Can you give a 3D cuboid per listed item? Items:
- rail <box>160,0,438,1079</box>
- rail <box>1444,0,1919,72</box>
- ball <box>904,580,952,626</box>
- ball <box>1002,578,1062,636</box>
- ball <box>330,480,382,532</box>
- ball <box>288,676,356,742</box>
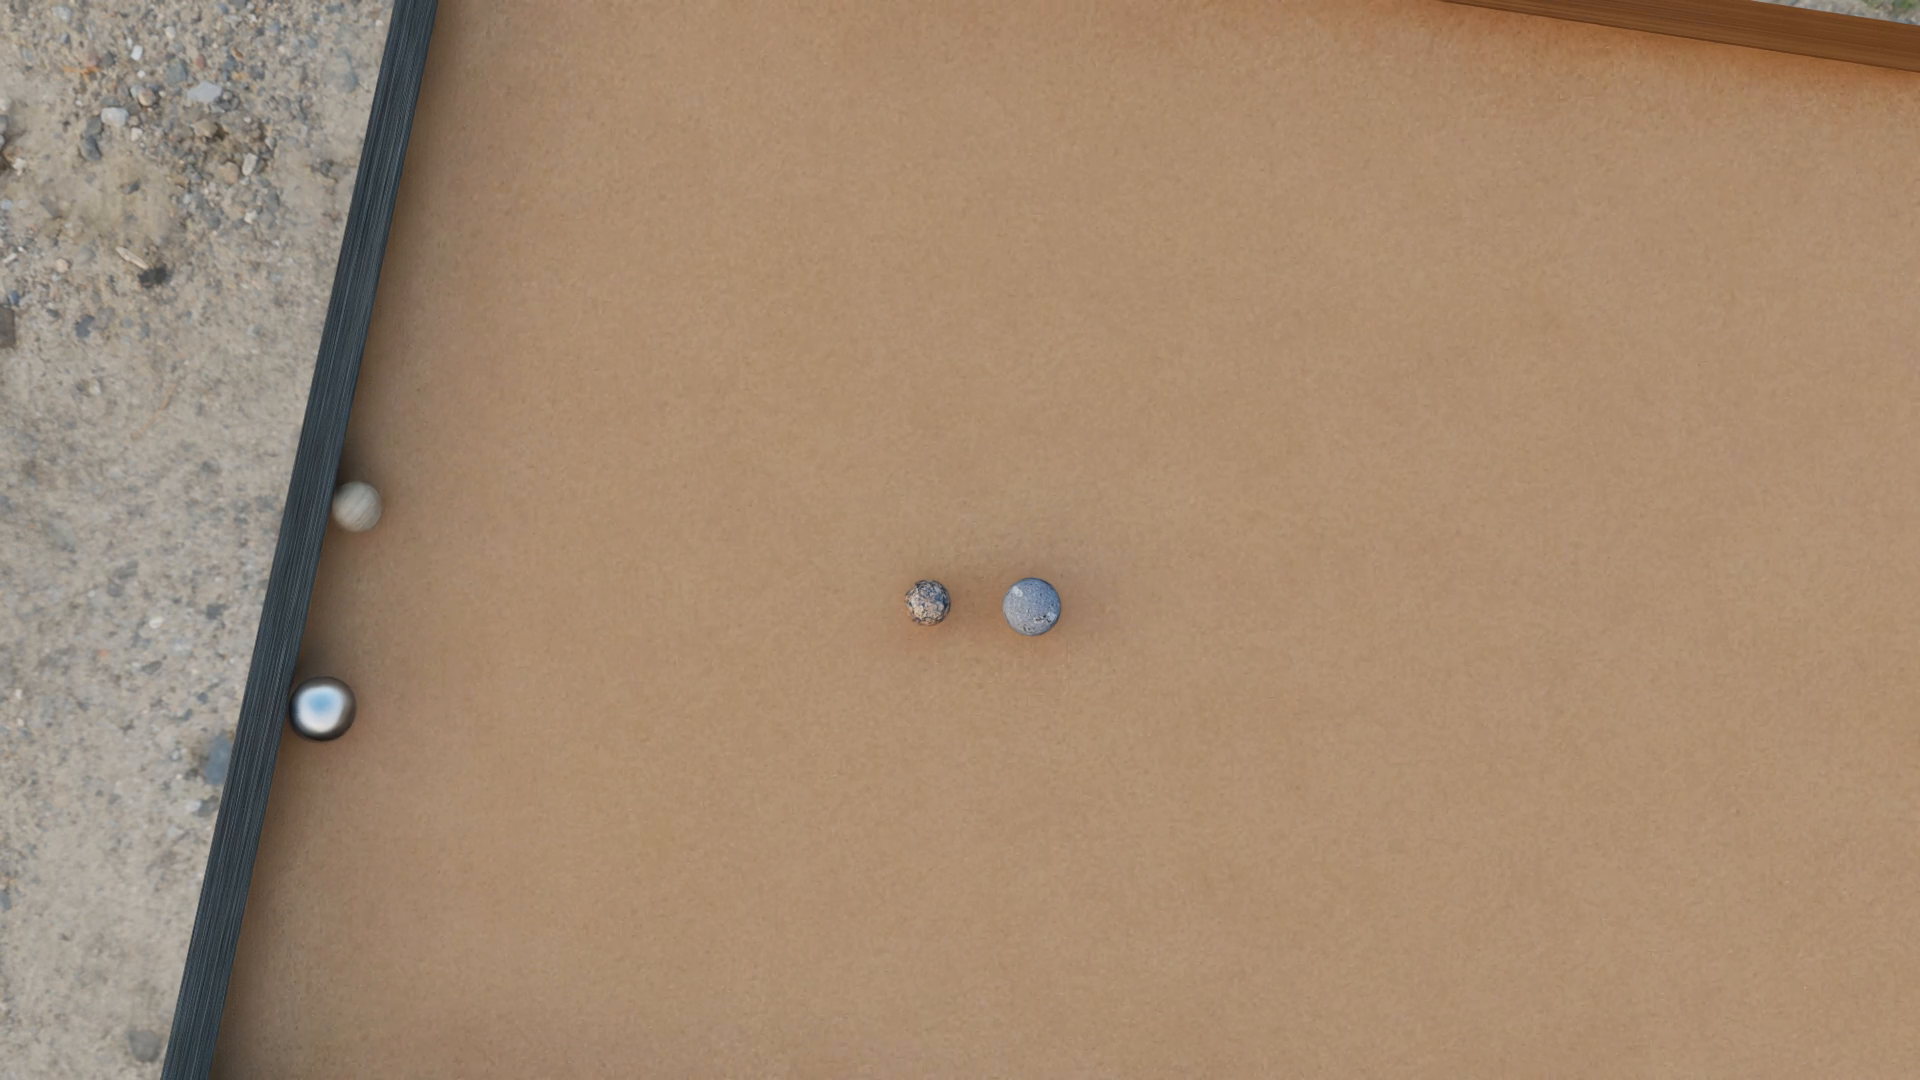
[{"bbox_3d":[-0.941,-0.152,3.282,0.045,0.126,1.994,9,80,2],"label":"rail"},{"bbox_3d":[1.118,-0.798,3.396,3.908,0.126,0.045,9,80,2],"label":"rail"},{"bbox_3d":[-0.048,0.093,3.267,0.070,0.070,0.070,0,80,0],"label":"ball"},{"bbox_3d":[0.106,0.099,3.258,0.088,0.088,0.088,0,80,0],"label":"ball"},{"bbox_3d":[-0.903,-0.051,3.290,0.076,0.076,0.076,0,80,0],"label":"ball"},{"bbox_3d":[-0.935,0.248,3.227,0.097,0.097,0.097,0,80,0],"label":"ball"}]
